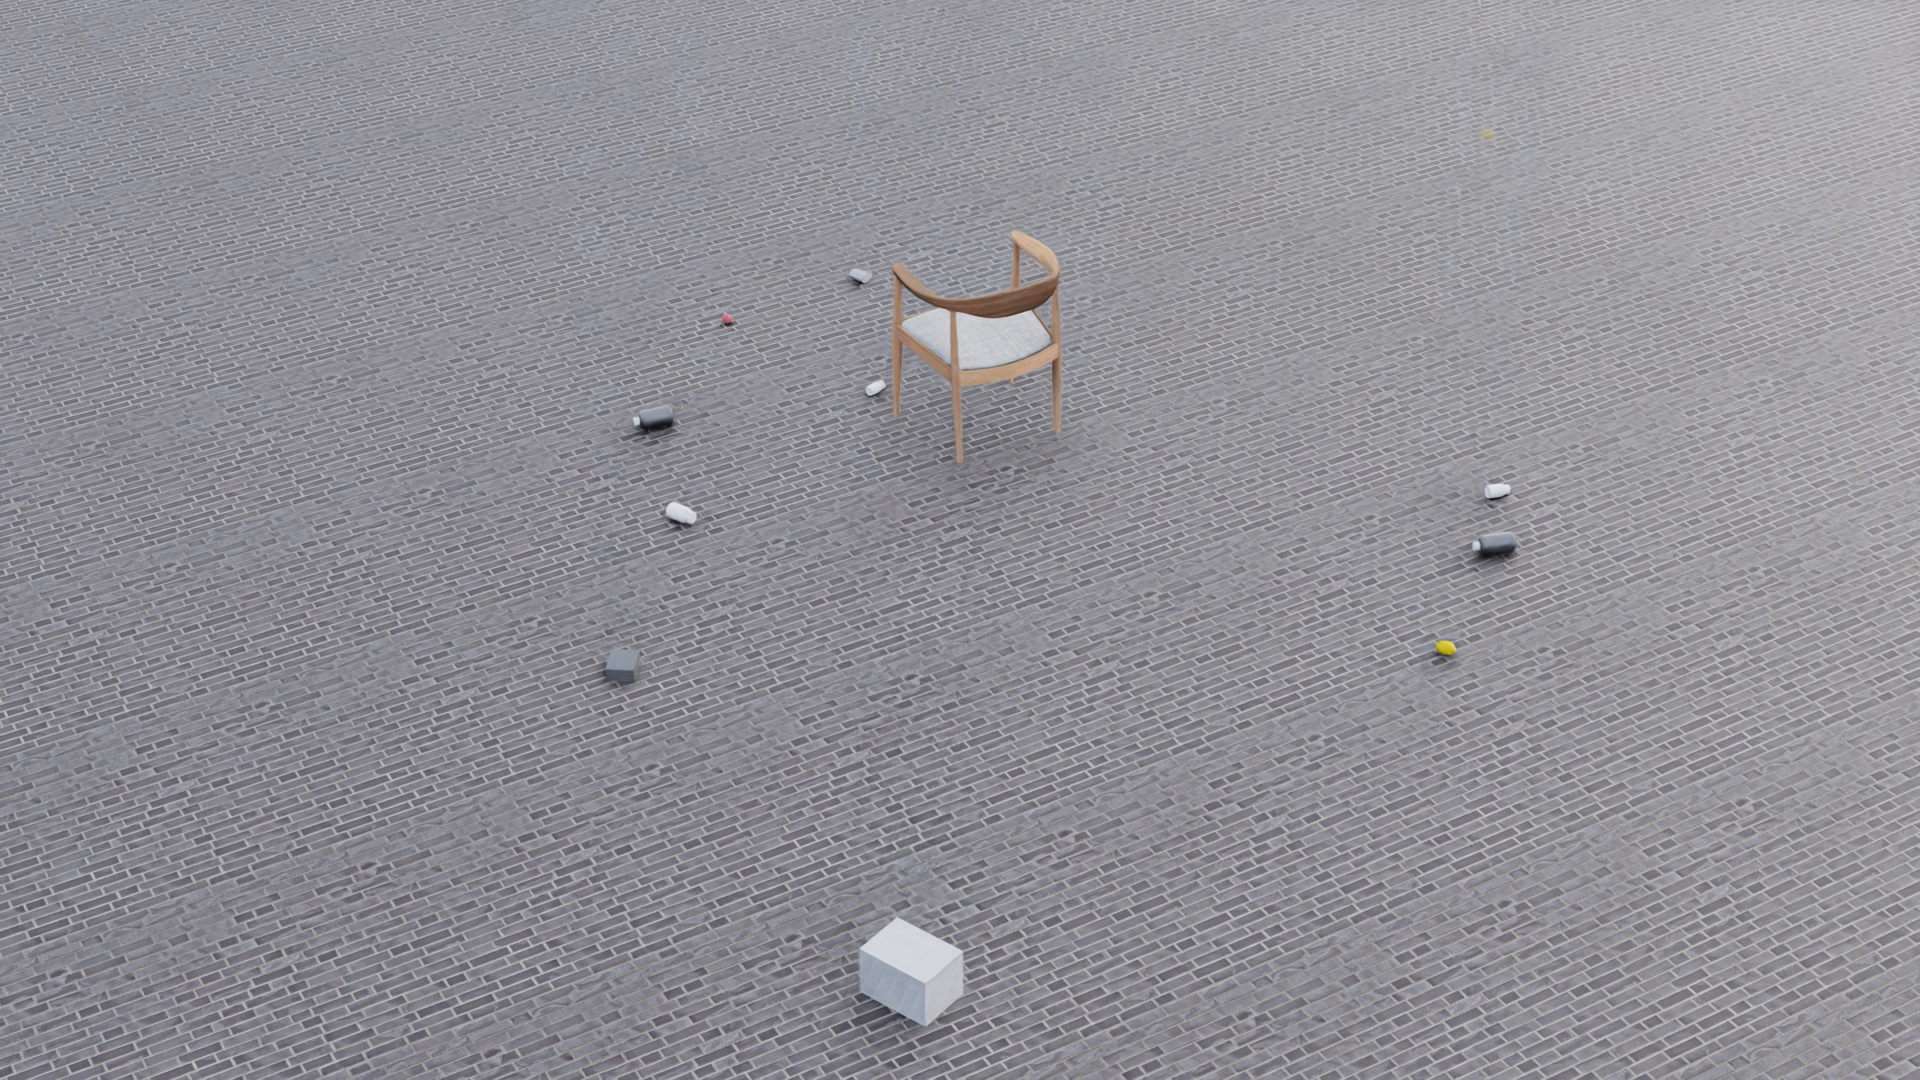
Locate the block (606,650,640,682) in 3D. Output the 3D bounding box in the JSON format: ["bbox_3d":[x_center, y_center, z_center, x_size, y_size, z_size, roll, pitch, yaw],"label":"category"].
[{"bbox_3d":[-1.176,0.438,10.234,0.099,0.050,0.121,2,33,4],"label":"block"}]

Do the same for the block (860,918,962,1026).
[{"bbox_3d":[-0.146,1.298,8.817,0.251,0.173,0.181,23,40,31],"label":"block"}]

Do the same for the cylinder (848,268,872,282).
[{"bbox_3d":[-0.428,-1.142,12.640,0.071,0.039,0.076,23,30,31],"label":"cylinder"}]
